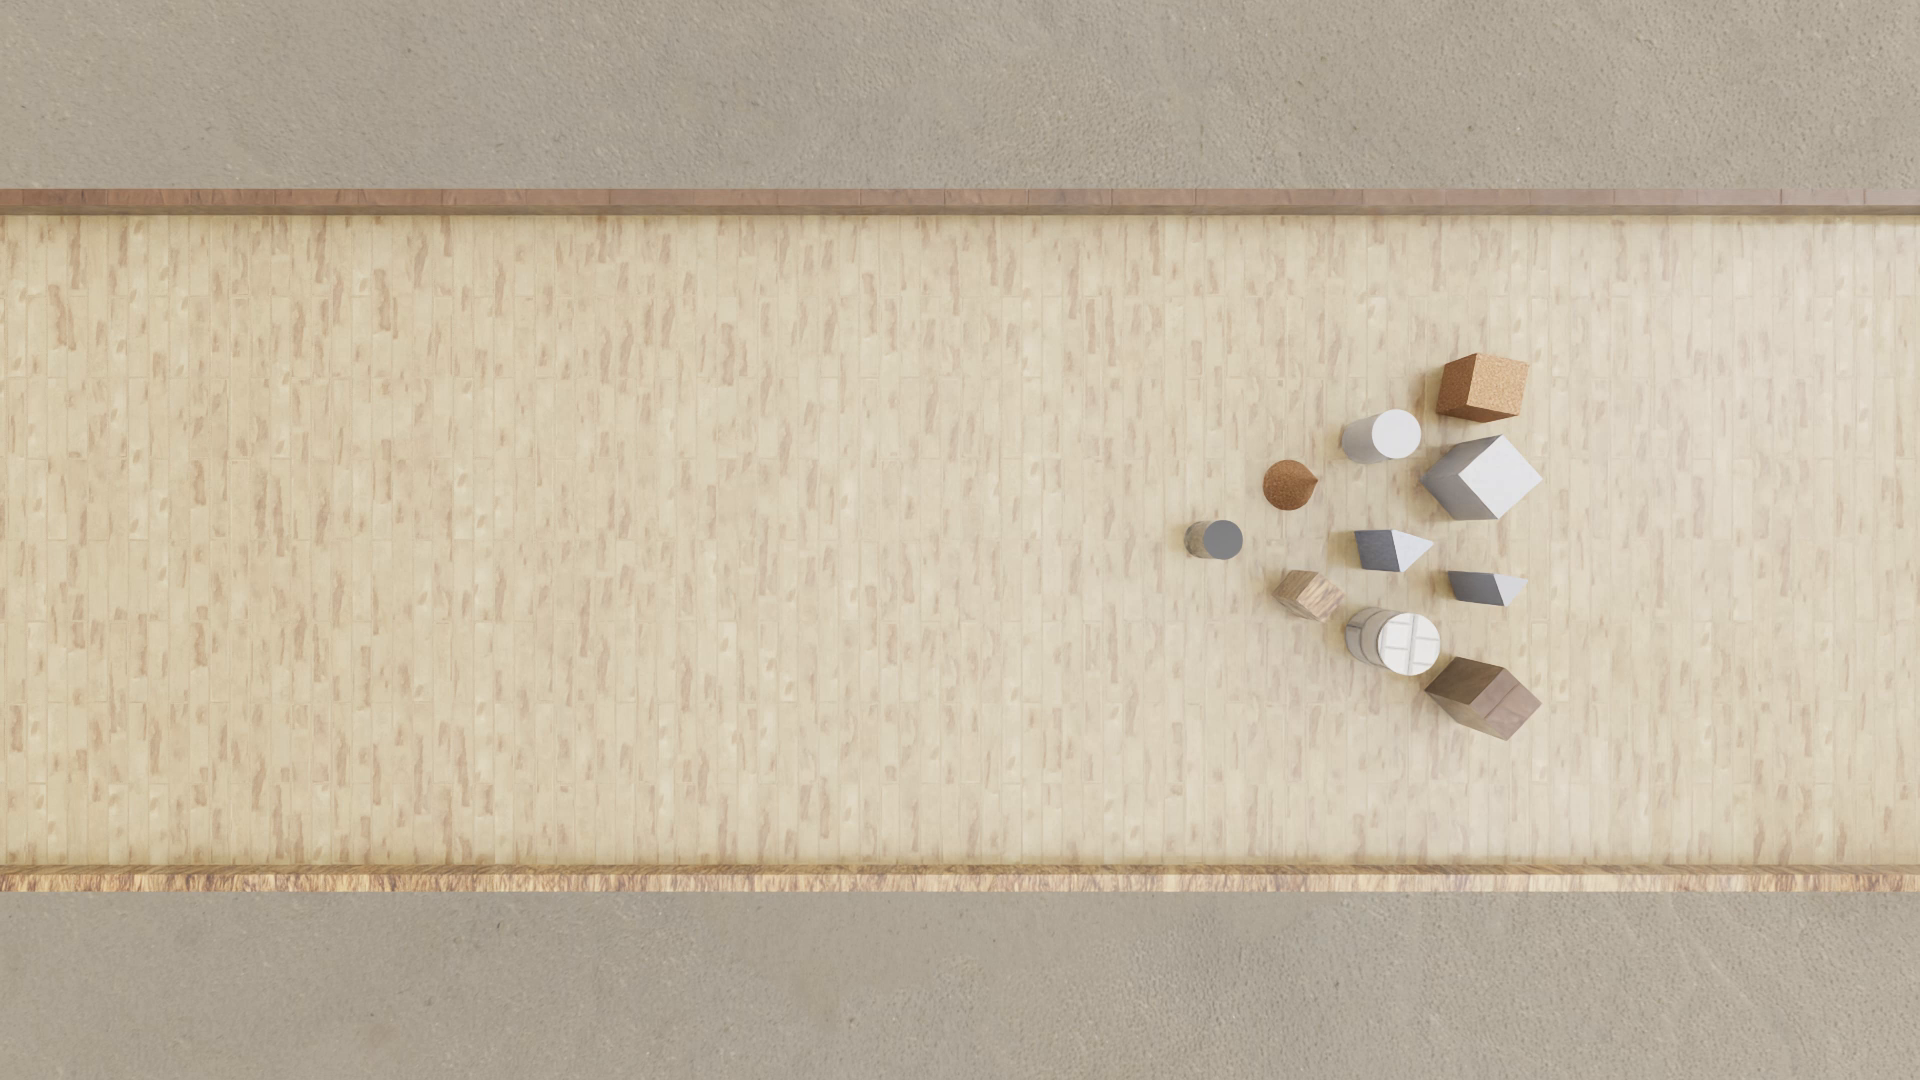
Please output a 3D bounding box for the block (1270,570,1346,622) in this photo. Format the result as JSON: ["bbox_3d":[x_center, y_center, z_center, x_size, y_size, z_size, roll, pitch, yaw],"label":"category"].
[{"bbox_3d":[1.029,0.163,4.887,0.103,0.380,0.103,40,90,0],"label":"block"}]

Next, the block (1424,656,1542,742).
[{"bbox_3d":[1.531,0.461,4.850,0.146,0.452,0.146,44,90,0],"label":"block"}]

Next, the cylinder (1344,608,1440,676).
[{"bbox_3d":[1.272,0.295,4.873,0.176,0.407,0.176,0,90,0],"label":"cylinder"}]

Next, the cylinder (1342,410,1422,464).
[{"bbox_3d":[1.246,-0.303,4.892,0.141,0.368,0.141,0,90,0],"label":"cylinder"}]

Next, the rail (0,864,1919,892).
[{"bbox_3d":[-2.247,1.025,5.001,12.000,0.150,0.050,0,90,0],"label":"rail"}]

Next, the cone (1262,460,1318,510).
[{"bbox_3d":[1.010,-0.169,4.861,0.157,0.431,0.157,0,90,0],"label":"cone"}]

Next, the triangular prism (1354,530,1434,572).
[{"bbox_3d":[1.251,0.011,4.856,0.121,0.441,0.105,-43,90,0],"label":"triangular prism"}]

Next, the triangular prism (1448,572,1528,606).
[{"bbox_3d":[1.533,0.123,4.854,0.084,0.445,0.097,40,90,0],"label":"triangular prism"}]

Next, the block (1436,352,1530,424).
[{"bbox_3d":[1.553,-0.451,4.918,0.155,0.317,0.155,11,90,0],"label":"block"}]

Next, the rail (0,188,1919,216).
[{"bbox_3d":[-2.247,-1.025,5.002,12.000,0.150,0.050,0,90,0],"label":"rail"}]

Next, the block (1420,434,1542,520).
[{"bbox_3d":[1.531,-0.179,4.874,0.170,0.405,0.170,-42,90,0],"label":"block"}]

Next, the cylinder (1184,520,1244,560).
[{"bbox_3d":[0.746,0.000,4.877,0.114,0.399,0.114,0,90,0],"label":"cylinder"}]
